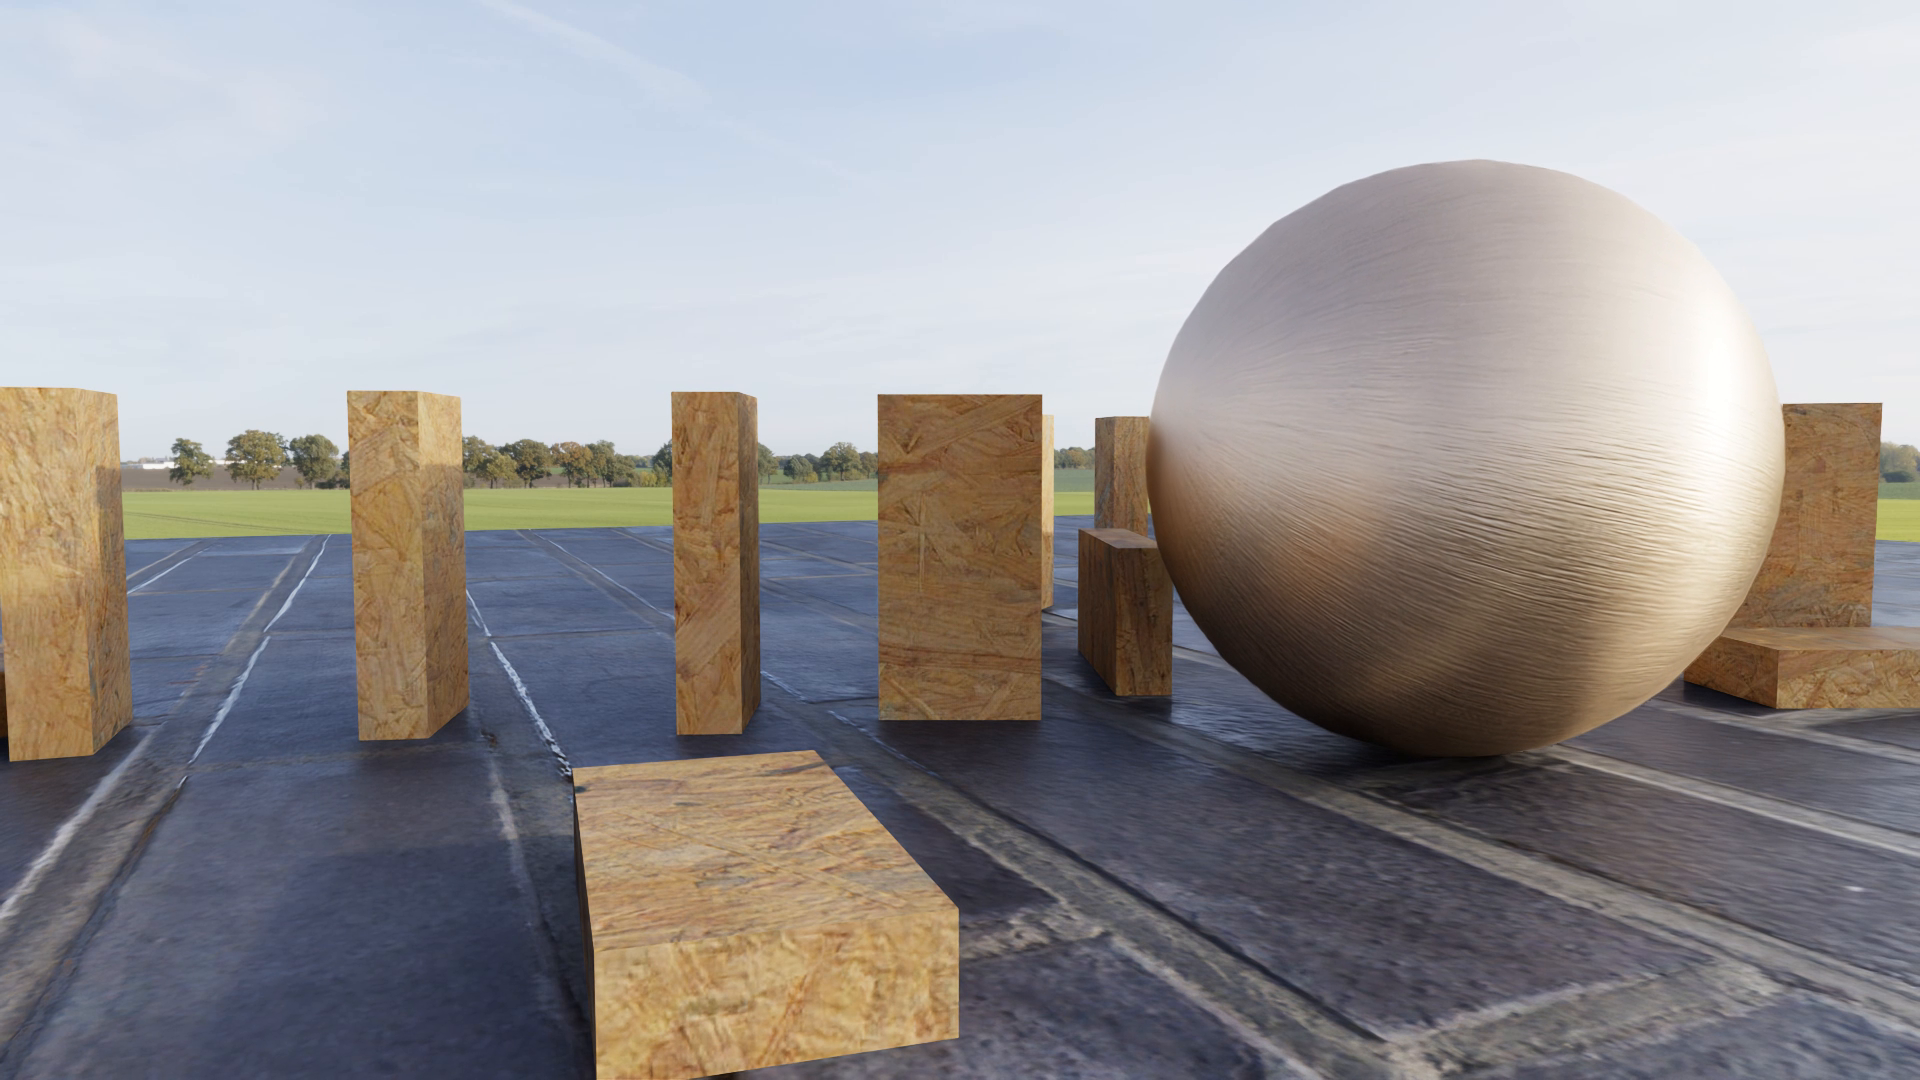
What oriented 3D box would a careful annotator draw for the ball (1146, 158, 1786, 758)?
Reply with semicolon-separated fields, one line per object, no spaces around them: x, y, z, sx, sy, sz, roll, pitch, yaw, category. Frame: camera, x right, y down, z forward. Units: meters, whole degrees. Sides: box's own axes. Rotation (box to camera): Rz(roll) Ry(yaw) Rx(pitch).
0.066;-0.011;0.176;0.080;0.080;0.080;0;4;0;ball

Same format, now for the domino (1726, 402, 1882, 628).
0.158;-0.001;0.244;0.025;0.050;0.010;2;5;21;domino

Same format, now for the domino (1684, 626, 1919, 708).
0.156;0.021;0.219;0.050;0.010;0.025;0;4;-2;domino

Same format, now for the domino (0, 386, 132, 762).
-0.128;0.004;0.184;0.009;0.050;0.025;-2;5;-22;domino

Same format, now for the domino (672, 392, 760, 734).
-0.037;0.003;0.199;0.010;0.050;0.025;0;4;-3;domino

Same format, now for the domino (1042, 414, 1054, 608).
0.011;-0.008;0.337;0.025;0.050;0.010;2;5;23;domino

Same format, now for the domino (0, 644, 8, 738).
-0.152;0.024;0.186;0.025;0.010;0.050;1;4;13;domino

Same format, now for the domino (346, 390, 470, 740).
-0.083;0.003;0.195;0.010;0.050;0.025;-1;4;-8;domino

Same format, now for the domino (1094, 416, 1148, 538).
0.046;-0.010;0.364;0.010;0.050;0.025;0;4;-6;domino

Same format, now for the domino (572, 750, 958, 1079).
-0.020;0.029;0.111;0.025;0.010;0.050;-1;5;-18;domino

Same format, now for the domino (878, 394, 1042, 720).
0.000;0.002;0.201;0.025;0.050;0.010;0;4;0;domino

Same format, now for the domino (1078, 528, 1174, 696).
0.030;0.012;0.241;0.010;0.025;0.050;0;4;-2;domino
